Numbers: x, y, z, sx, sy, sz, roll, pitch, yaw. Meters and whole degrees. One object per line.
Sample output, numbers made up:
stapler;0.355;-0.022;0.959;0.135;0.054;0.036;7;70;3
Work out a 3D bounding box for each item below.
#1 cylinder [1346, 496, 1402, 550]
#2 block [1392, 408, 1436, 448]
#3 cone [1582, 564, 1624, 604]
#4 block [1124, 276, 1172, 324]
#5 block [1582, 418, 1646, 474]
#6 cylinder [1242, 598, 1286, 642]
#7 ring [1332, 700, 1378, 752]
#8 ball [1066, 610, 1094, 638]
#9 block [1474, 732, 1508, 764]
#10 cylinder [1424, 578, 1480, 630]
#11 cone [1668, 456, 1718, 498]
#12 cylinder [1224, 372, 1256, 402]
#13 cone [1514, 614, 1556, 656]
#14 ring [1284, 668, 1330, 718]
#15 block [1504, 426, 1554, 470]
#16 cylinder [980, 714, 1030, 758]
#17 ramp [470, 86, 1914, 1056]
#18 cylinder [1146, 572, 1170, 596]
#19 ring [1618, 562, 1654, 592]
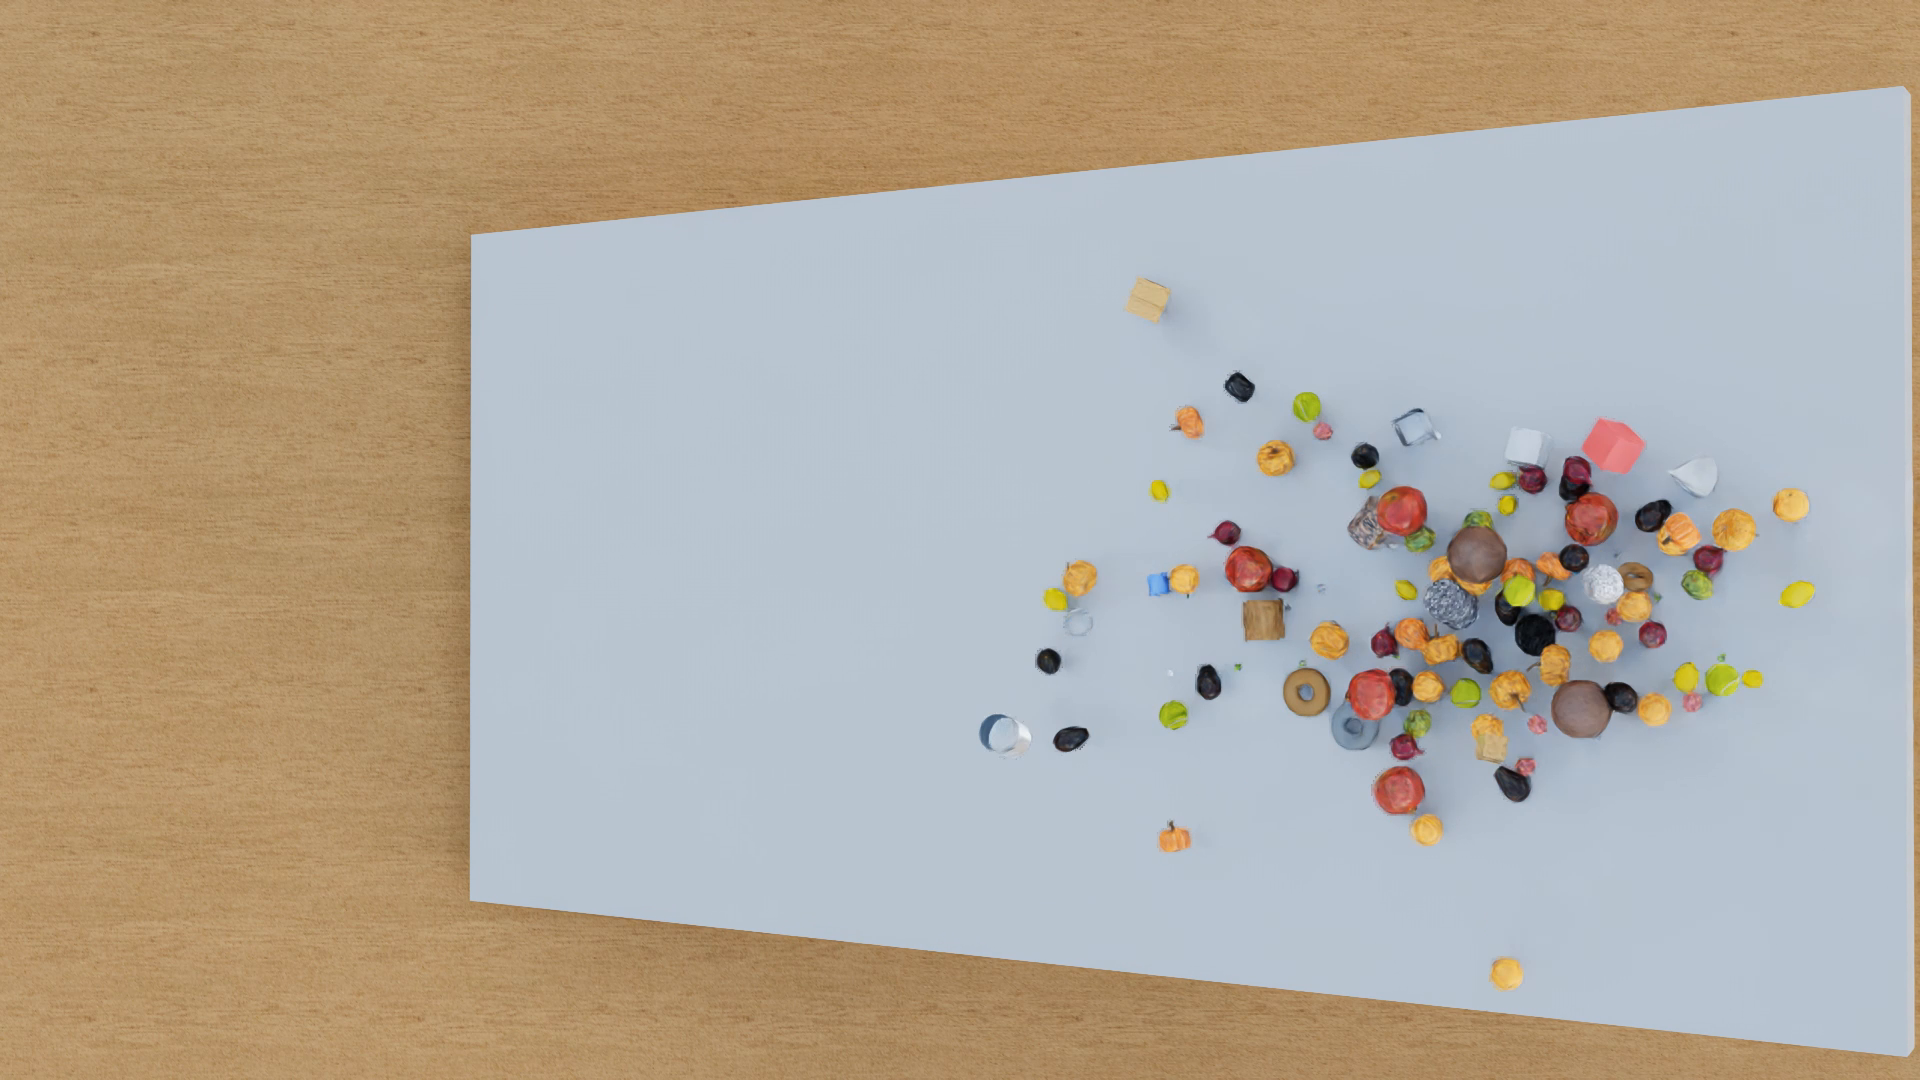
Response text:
cylinder;0.955;-0.038;5.072;0.090;0.090;0.090;33;119;0
block;1.042;-0.257;5.046;0.064;0.064;0.064;-30;75;28
cone;1.360;0.107;4.686;0.088;0.088;0.088;9;110;26
block;0.458;-0.585;5.352;0.087;0.087;0.087;23;100;2
block;1.412;-0.202;4.755;0.080;0.080;0.080;9;122;-28
cylinder;0.721;0.190;5.218;0.094;0.094;0.094;-5;84;0
ring;0.920;0.434;5.128;0.118;0.039;0.118;0;89;33
ball;0.298;0.207;5.490;0.070;0.070;0.070;0;89;0
block;1.176;0.461;4.865;0.052;0.052;0.052;13;75;-5
cylinder;1.110;0.146;4.962;0.092;0.092;0.092;-20;58;35
cone;1.548;-0.141;4.698;0.093;0.093;0.093;7;89;-24
cylinder;0.672;-0.366;5.277;0.053;0.053;0.053;-44;62;0
cone;1.262;0.219;4.884;0.094;0.094;0.094;5;99;32
ring;0.819;0.360;5.191;0.117;0.039;0.117;0;91;31
block;1.267;-0.204;4.895;0.074;0.074;0.074;14;88;32
cylinder;0.103;0.449;5.043;0.088;0.088;0.088;-10;69;27
ramp;0.264;0.073;5.611;4.000;0.100;2.000;0;89;31
cylinder;0.486;0.109;5.381;0.051;0.051;0.051;-9;86;0
ring;1.463;0.080;4.768;0.080;0.080;0.027;2;132;0
